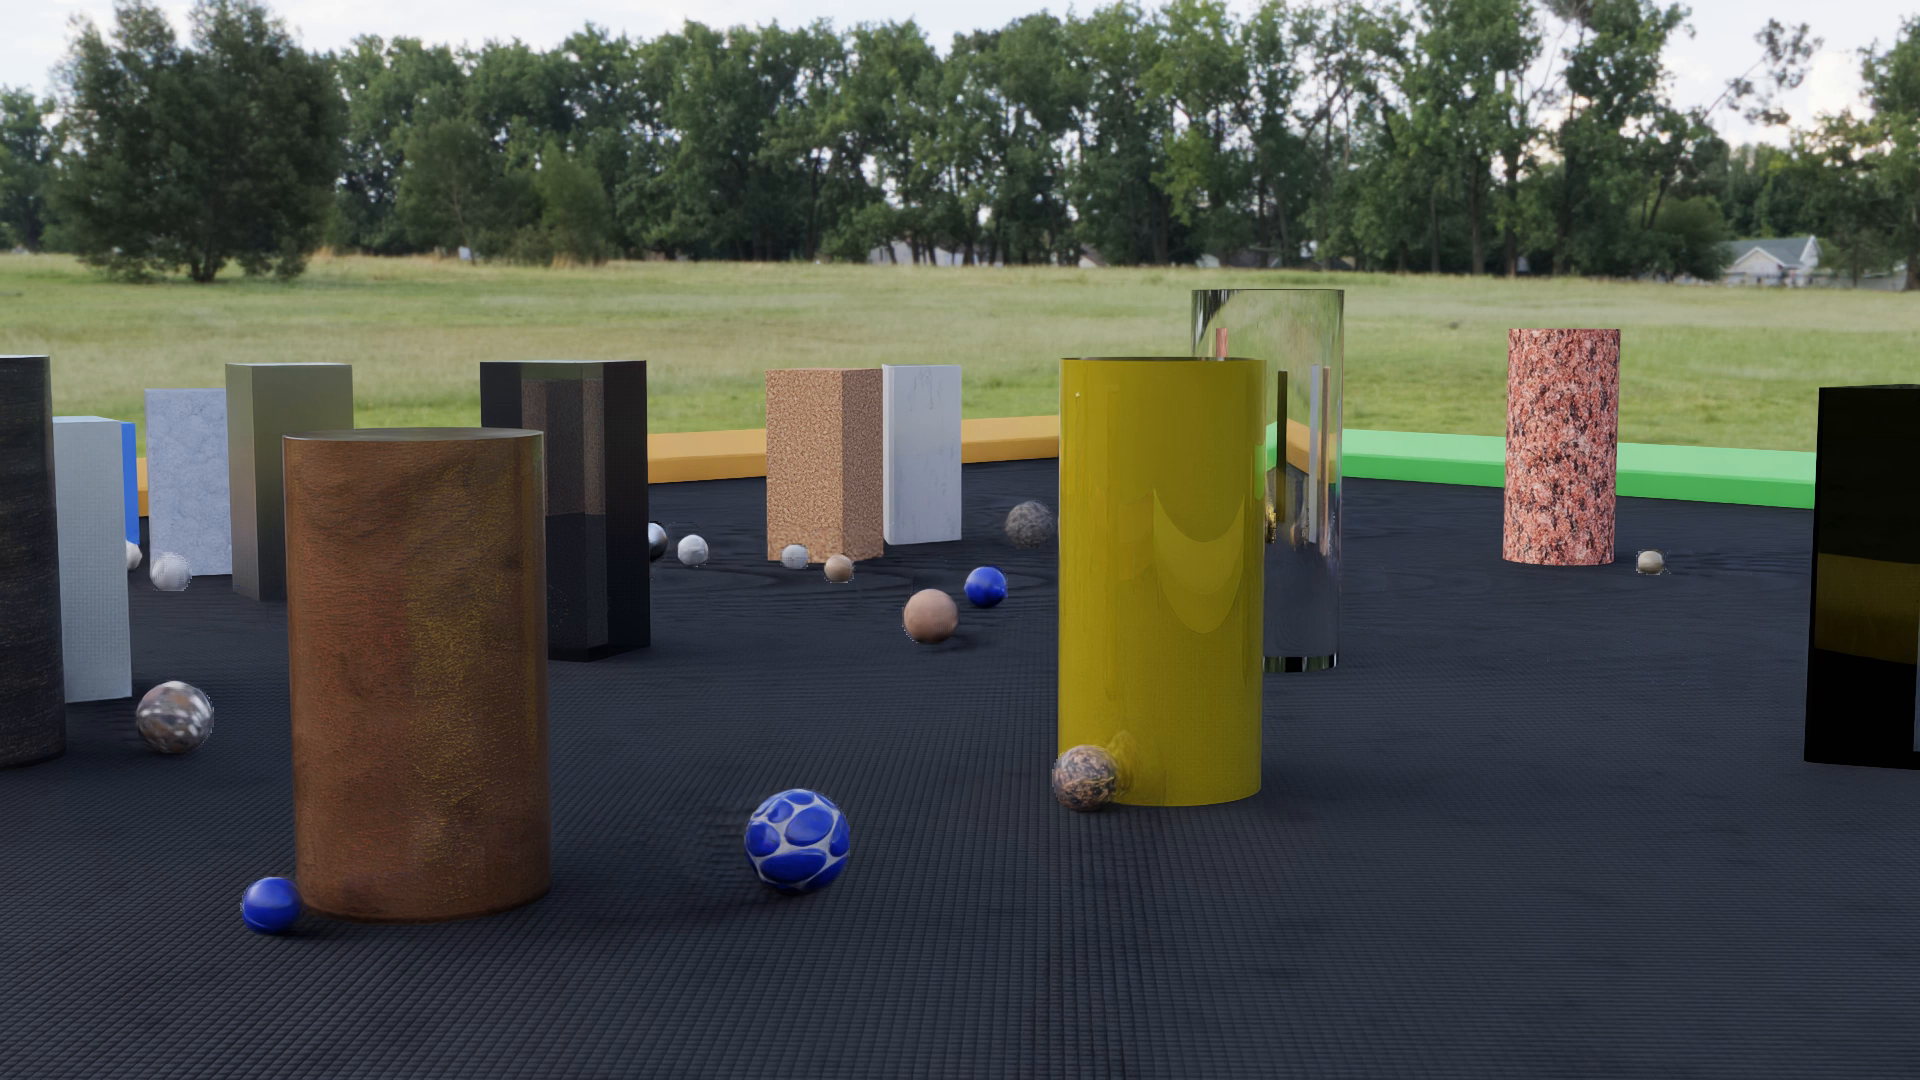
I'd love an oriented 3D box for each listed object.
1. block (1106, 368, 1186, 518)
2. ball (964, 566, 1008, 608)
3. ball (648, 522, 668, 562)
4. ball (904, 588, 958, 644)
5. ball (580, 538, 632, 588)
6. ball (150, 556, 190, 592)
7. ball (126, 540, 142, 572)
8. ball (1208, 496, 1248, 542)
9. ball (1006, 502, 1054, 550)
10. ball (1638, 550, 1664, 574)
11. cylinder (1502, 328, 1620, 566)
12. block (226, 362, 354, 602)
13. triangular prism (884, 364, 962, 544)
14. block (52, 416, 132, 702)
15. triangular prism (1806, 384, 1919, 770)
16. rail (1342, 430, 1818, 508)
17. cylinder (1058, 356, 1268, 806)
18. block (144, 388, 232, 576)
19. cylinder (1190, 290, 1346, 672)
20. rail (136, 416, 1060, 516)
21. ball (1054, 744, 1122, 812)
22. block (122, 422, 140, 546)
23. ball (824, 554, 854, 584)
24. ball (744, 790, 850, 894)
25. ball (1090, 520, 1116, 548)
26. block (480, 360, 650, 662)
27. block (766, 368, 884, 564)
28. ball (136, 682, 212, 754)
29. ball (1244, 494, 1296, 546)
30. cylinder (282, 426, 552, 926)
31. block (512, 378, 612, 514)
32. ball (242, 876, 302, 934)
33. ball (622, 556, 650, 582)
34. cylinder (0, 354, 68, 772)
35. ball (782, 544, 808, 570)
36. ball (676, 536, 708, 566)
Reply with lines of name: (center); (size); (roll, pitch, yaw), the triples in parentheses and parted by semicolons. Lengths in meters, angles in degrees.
block: (0.401, -0.211, 4.746); (0.153, 0.314, 0.153); (0, 6, -1)
ball: (0.039, 0.071, 3.270); (0.063, 0.063, 0.063); (0, 6, 0)
ball: (-0.550, 0.004, 3.867); (0.070, 0.070, 0.070); (0, 6, 0)
ball: (-0.038, 0.101, 2.927); (0.073, 0.073, 0.073); (0, 6, 0)
ball: (-0.565, 0.036, 3.509); (0.081, 0.081, 0.081); (0, 6, 0)
ball: (-1.244, 0.053, 3.462); (0.058, 0.058, 0.058); (0, 6, 0)
ball: (-1.414, 0.028, 3.724); (0.053, 0.053, 0.053); (0, 6, 0)
ball: (0.516, -0.039, 4.201); (0.086, 0.086, 0.086); (0, 6, 0)
ball: (0.130, -0.027, 4.074); (0.089, 0.089, 0.089); (0, 6, 0)
ball: (1.156, 0.038, 3.682); (0.042, 0.042, 0.042); (0, 6, 0)
cylinder: (1.065, -0.169, 3.894); (0.191, 0.408, 0.191); (0, 6, 0)
block: (-1.042, -0.095, 3.430); (0.153, 0.358, 0.153); (-4, 7, -33)
triangular prism: (-0.106, -0.169, 4.236); (0.165, 0.336, 0.143); (-4, 8, -37)
block: (-1.057, 0.020, 2.534); (0.153, 0.317, 0.153); (-4, 7, -32)
triangular prism: (0.936, 0.032, 2.184); (0.165, 0.368, 0.143); (2, 6, 21)
rail: (1.790, -0.141, 4.975); (0.045, 0.124, 4.426); (-6, 8, -42)
cylinder: (0.187, 0.031, 2.046); (0.191, 0.398, 0.191); (0, 6, 0)
block: (-1.296, -0.101, 3.735); (0.153, 0.307, 0.153); (-2, 6, -22)
cylinder: (0.383, -0.079, 2.764); (0.191, 0.467, 0.191); (0, 6, 0)
rail: (-1.485, -0.136, 4.932); (4.918, 0.124, 0.045); (-6, 8, -42)
ball: (0.113, 0.211, 1.950); (0.060, 0.060, 0.060); (0, 6, 0)
block: (-1.649, -0.106, 4.142); (0.153, 0.230, 0.153); (-4, 7, -35)
ball: (-0.197, 0.047, 3.573); (0.046, 0.046, 0.046); (0, 6, 0)
ball: (-0.124, 0.230, 1.676); (0.080, 0.080, 0.080); (0, 6, 0)
ball: (0.267, -0.012, 4.112); (0.050, 0.050, 0.050); (0, 6, 0)
block: (-0.509, -0.043, 2.850); (0.153, 0.377, 0.153); (3, 7, 23)
block: (-0.240, -0.136, 3.921); (0.153, 0.337, 0.153); (3, 7, 25)
ball: (-0.788, 0.178, 2.205); (0.072, 0.072, 0.072); (0, 6, 0)
ball: (0.584, -0.038, 4.141); (0.095, 0.095, 0.095); (0, 6, 0)
cylinder: (-0.409, 0.095, 1.668); (0.191, 0.351, 0.191); (0, 6, 0)
block: (-0.883, -0.212, 4.880); (0.153, 0.288, 0.153); (4, 7, 33)
ball: (-0.490, 0.261, 1.569); (0.041, 0.041, 0.041); (0, 6, 0)
ball: (-0.527, 0.047, 3.572); (0.044, 0.044, 0.044); (0, 6, 0)
cylinder: (-0.991, 0.019, 2.166); (0.191, 0.397, 0.191); (0, 6, 0)
ball: (-0.282, 0.029, 3.749); (0.044, 0.044, 0.044); (0, 6, 0)
ball: (-0.461, 0.019, 3.798); (0.055, 0.055, 0.055); (0, 6, 0)
